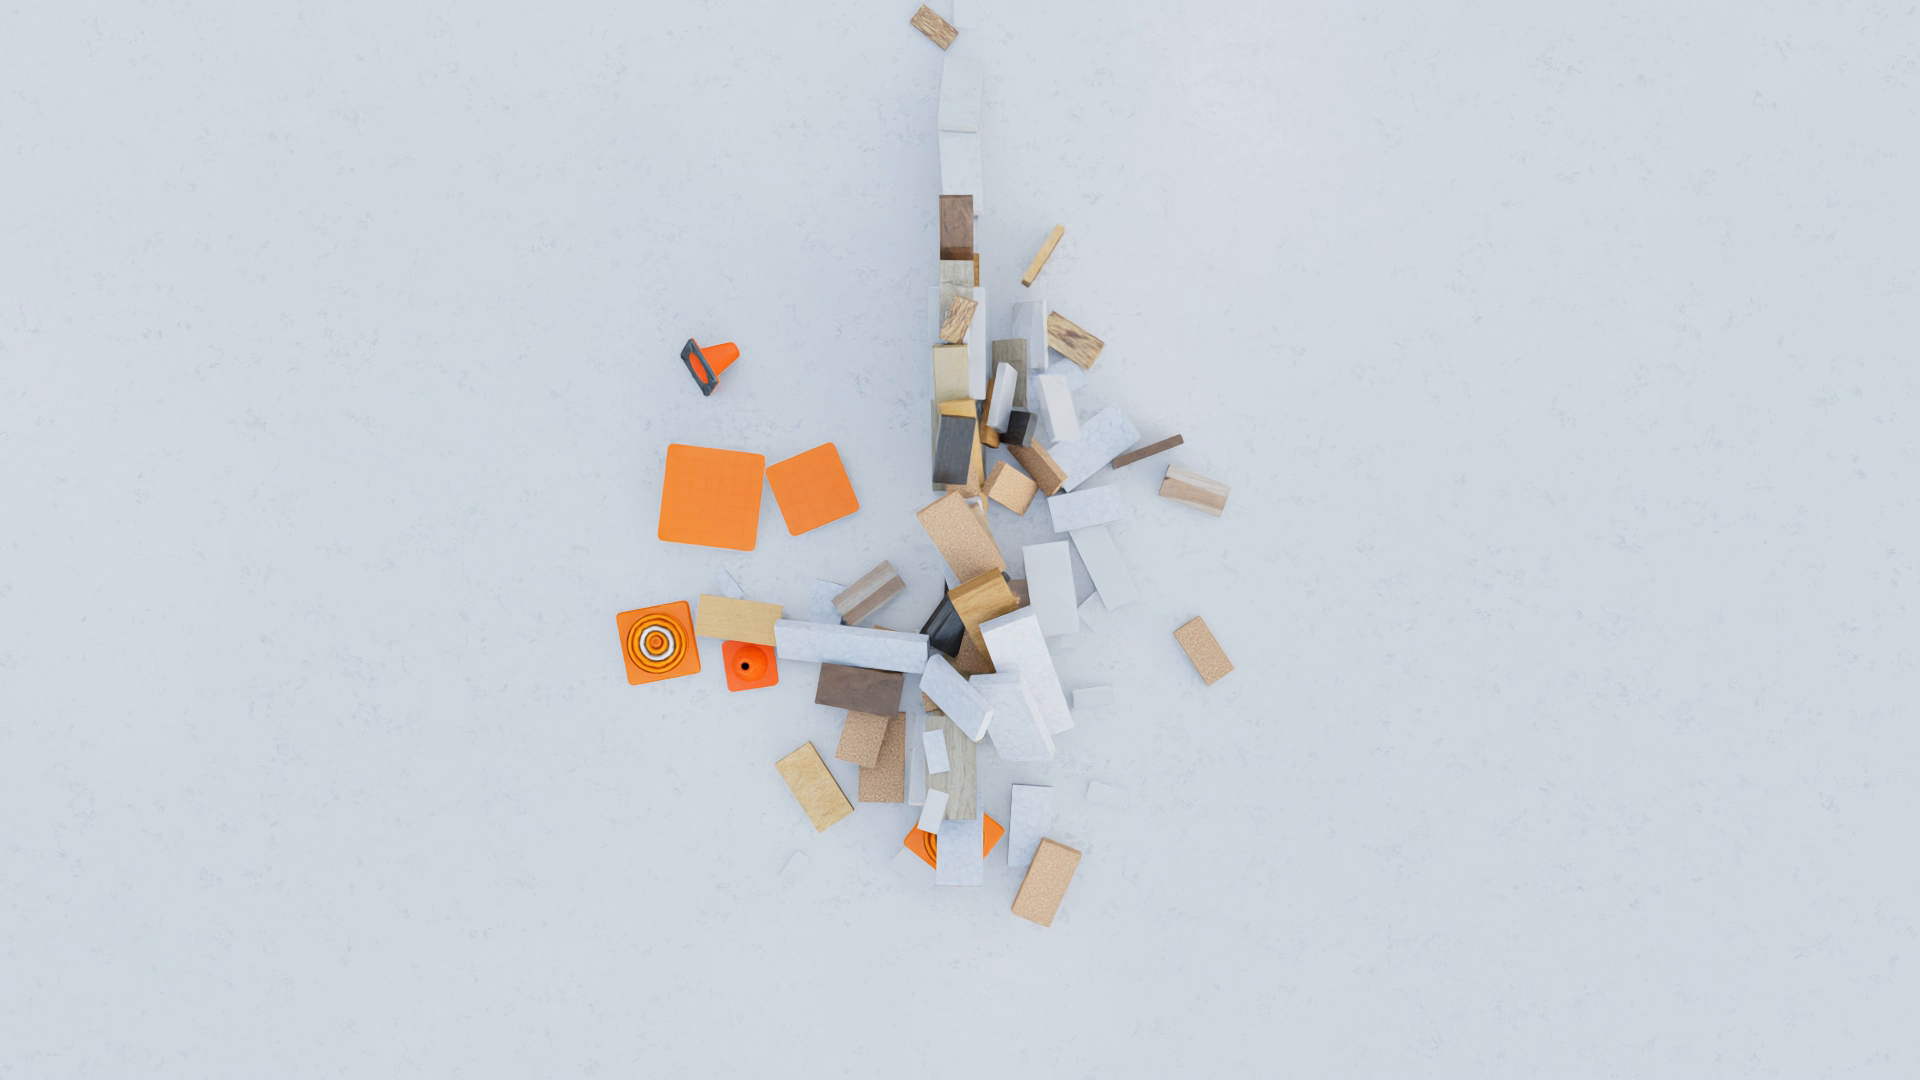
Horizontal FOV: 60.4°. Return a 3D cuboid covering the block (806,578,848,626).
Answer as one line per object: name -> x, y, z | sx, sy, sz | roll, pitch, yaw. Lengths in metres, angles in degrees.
block -> -0.450, 0.254, 5.484 | 0.115, 0.033, 0.230 | 14, 90, 0

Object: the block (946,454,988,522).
block -> 0.011, -0.161, 5.301 | 0.103, 0.029, 0.325 | -15, 114, -2

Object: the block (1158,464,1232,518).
block -> 0.780, -0.163, 5.485 | 0.218, 0.031, 0.109 | 20, 90, 0

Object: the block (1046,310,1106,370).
block -> 0.366, -0.659, 5.459 | 0.211, 0.030, 0.105 | 34, 90, 15

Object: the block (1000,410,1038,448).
block -> 0.178, -0.366, 5.396 | 0.031, 0.219, 0.109 | 15, 90, -27

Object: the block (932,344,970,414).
block -> -0.027, -0.511, 5.248 | 0.110, 0.031, 0.220 | -2, 114, 1

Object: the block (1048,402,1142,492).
block -> 0.432, -0.307, 5.448 | 0.306, 0.042, 0.149 | -36, 90, 0

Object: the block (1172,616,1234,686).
block -> 0.811, 0.368, 5.485 | 0.105, 0.030, 0.211 | -33, 90, 0

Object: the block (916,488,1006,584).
block -> 0.005, 0.002, 5.201 | 0.149, 0.042, 0.299 | -32, 104, 6

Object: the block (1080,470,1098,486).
block -> 0.447, -0.295, 5.485 | 0.218, 0.031, 0.109 | -42, 90, 0

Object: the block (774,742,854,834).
block -> -0.483, 0.821, 5.481 | 0.137, 0.039, 0.274 | -33, 90, 0

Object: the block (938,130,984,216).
block -> 0.002, -1.212, 5.404 | 0.130, 0.037, 0.305 | -4, 78, -1

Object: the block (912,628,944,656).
block -> -0.111, 0.349, 5.433 | 0.129, 0.018, 0.064 | 31, 63, 7

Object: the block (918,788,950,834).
block -> -0.085, 0.866, 5.264 | 0.066, 0.019, 0.132 | 17, 80, 3

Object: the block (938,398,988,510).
block -> 0.013, -0.267, 5.303 | 0.110, 0.031, 0.372 | -9, 110, -5

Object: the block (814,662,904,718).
block -> -0.329, 0.493, 5.411 | 0.274, 0.039, 0.137 | 10, 82, 1

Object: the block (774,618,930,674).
block -> -0.351, 0.348, 5.393 | 0.511, 0.039, 0.138 | 5, 129, 10

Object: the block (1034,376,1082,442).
block -> 0.320, -0.432, 5.400 | 0.109, 0.031, 0.219 | -4, 74, -35

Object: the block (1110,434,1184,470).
block -> 0.616, -0.290, 5.441 | 0.237, 0.118, 0.034 | -21, 90, 0

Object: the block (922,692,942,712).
block -> -0.054, 0.517, 5.391 | 0.132, 0.019, 0.066 | -12, 74, -4

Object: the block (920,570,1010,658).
block -> 0.014, 0.217, 5.355 | 0.139, 0.039, 0.326 | 30, 102, -23

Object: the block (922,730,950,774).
block -> -0.077, 0.680, 5.299 | 0.067, 0.019, 0.134 | -10, 80, -2

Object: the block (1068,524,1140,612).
block -> 0.460, 0.047, 5.462 | 0.115, 0.033, 0.370 | -25, 83, 0

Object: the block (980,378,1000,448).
block -> 0.109, -0.412, 5.394 | 0.030, 0.105, 0.211 | 7, 85, 24

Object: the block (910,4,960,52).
block -> -0.085, -1.706, 5.489 | 0.150, 0.021, 0.075 | 38, 90, 0

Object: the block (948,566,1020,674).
block -> 0.110, 0.259, 5.248 | 0.177, 0.050, 0.355 | -27, 128, 2

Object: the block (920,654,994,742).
block -> -0.012, 0.505, 5.289 | 0.275, 0.039, 0.138 | 43, 134, 27

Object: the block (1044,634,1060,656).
block -> 0.286, 0.245, 5.443 | 0.093, 0.026, 0.275 | 2, 87, 0

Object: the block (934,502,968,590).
block -> -0.001, 0.036, 5.252 | 0.139, 0.039, 0.278 | -18, 105, 2

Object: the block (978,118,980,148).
block -> 0.003, -1.271, 5.454 | 0.130, 0.037, 0.259 | 0, 78, 0

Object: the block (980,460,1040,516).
block -> 0.167, -0.168, 5.394 | 0.034, 0.237, 0.118 | 29, 90, 35

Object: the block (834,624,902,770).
block -> -0.283, 0.518, 5.446 | 0.135, 0.038, 0.456 | 16, 82, 2

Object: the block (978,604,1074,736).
block -> 0.219, 0.442, 5.331 | 0.177, 0.050, 0.509 | -21, 126, 0

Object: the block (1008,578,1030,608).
block -> 0.239, 0.196, 5.481 | 0.270, 0.038, 0.135 | -3, 90, 0

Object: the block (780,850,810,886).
block -> -0.550, 1.091, 5.492 | 0.054, 0.015, 0.108 | 35, 90, 0

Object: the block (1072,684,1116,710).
block -> 0.445, 0.523, 5.491 | 0.134, 0.019, 0.067 | -8, 90, 0

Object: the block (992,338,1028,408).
block -> 0.164, -0.551, 5.460 | 0.111, 0.031, 0.222 | -1, 90, 28

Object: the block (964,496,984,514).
block -> 0.027, -0.035, 5.322 | 0.104, 0.029, 0.207 | -10, 118, -5
